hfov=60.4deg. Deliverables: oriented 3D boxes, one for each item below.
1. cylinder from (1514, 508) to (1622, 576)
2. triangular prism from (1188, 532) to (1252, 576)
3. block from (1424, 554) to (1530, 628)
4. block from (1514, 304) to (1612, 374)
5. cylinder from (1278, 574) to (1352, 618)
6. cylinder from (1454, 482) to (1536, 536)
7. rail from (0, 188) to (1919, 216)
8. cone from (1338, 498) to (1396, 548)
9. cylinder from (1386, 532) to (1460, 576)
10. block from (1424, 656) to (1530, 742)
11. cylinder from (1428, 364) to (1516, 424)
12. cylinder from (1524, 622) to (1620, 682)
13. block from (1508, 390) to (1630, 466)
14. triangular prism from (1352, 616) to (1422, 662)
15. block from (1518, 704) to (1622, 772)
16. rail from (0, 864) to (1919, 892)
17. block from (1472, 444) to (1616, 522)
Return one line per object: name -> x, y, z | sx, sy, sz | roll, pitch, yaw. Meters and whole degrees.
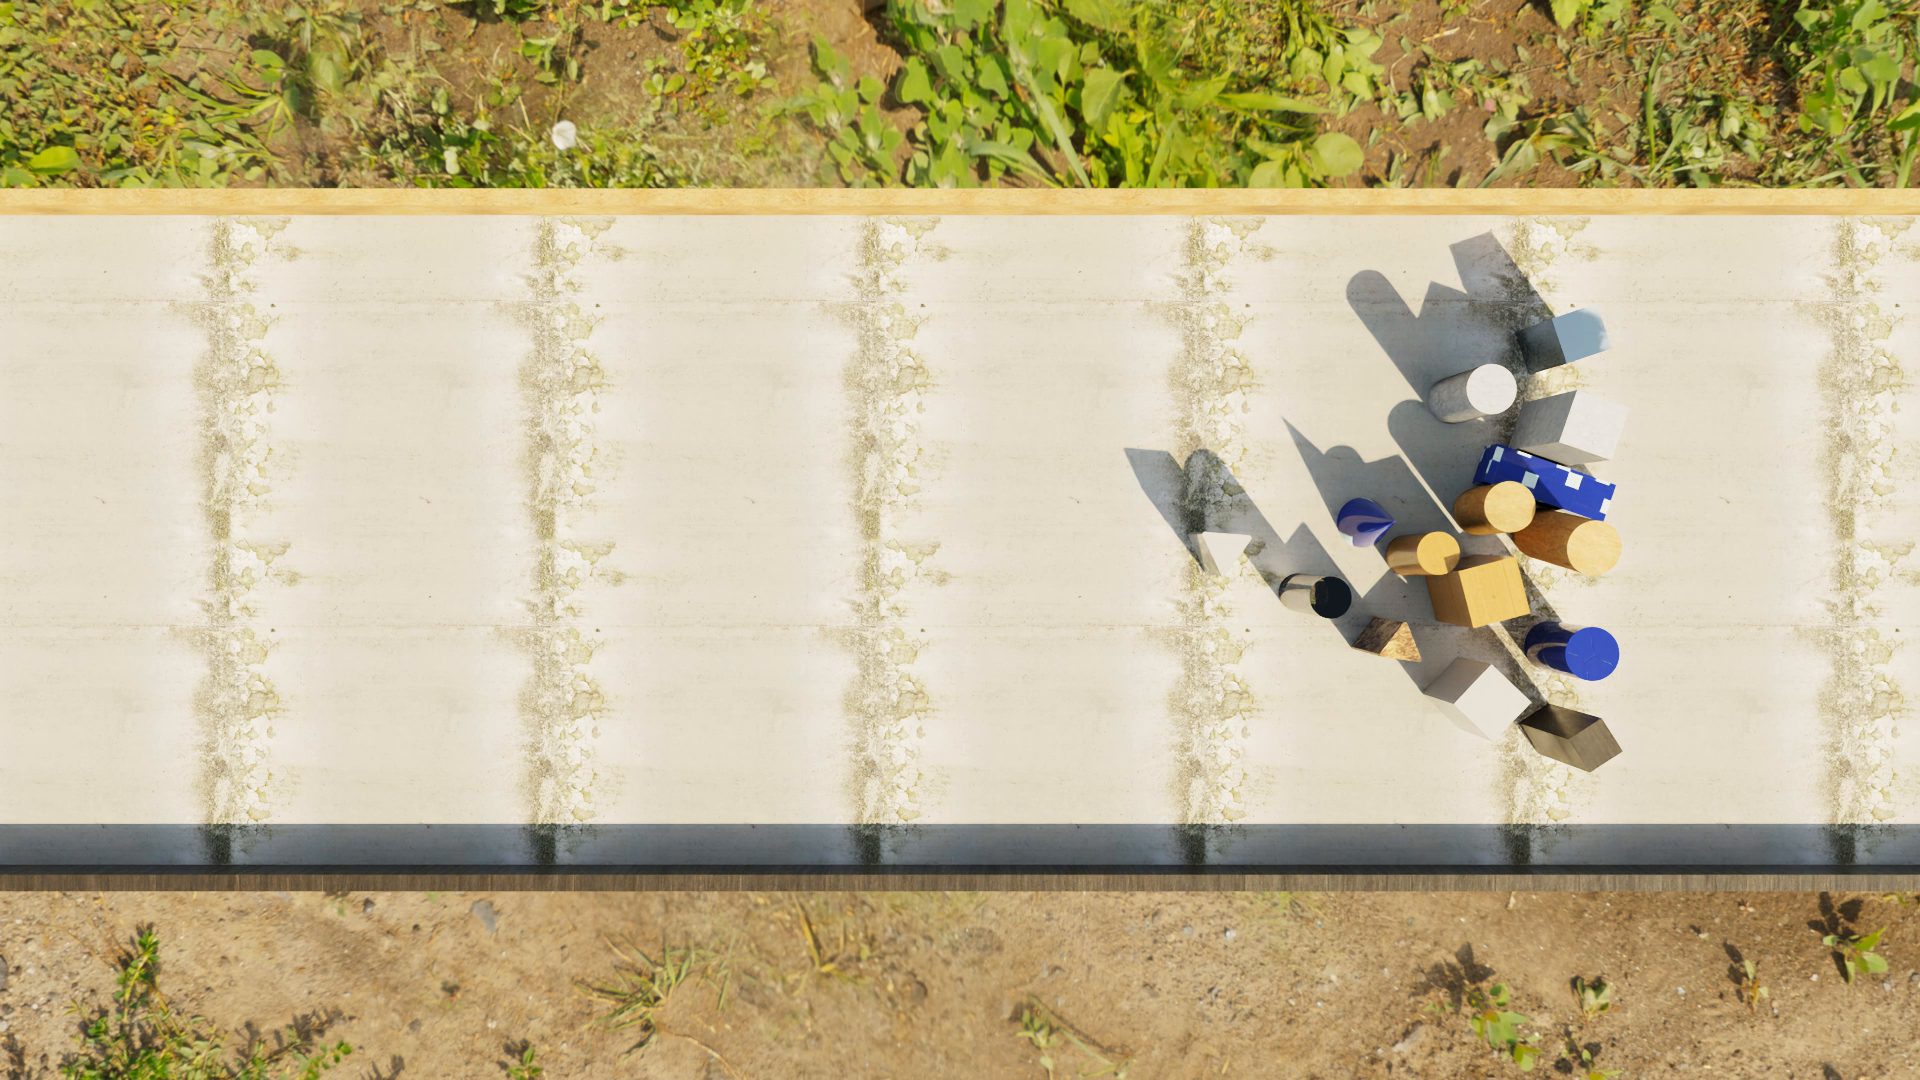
cylinder -> 1.787, 0.001, 4.866 | 0.157, 0.406, 0.157 | 0, 96, -2
triangular prism -> 0.752, 0.014, 4.923 | 0.122, 0.307, 0.141 | 35, 90, 0
block -> 1.527, 0.148, 4.894 | 0.168, 0.364, 0.168 | -15, 90, 0
block -> 1.795, -0.596, 4.918 | 0.137, 0.316, 0.137 | -19, 90, 0
cylinder -> 1.040, 0.162, 4.852 | 0.119, 0.450, 0.119 | 0, 90, 0
cylinder -> 1.591, -0.092, 4.919 | 0.148, 0.310, 0.148 | 0, 88, 1
rail -> -2.247, -1.025, 5.002 | 12.000, 0.150, 0.050 | 0, 90, 0
cone -> 1.238, -0.053, 4.879 | 0.155, 0.394, 0.155 | 0, 90, 0
cylinder -> 1.376, 0.043, 4.916 | 0.125, 0.317, 0.125 | 0, 88, -2
block -> 1.535, 0.470, 4.916 | 0.159, 0.321, 0.159 | 44, 90, 0
cylinder -> 1.510, -0.429, 4.881 | 0.143, 0.390, 0.143 | 0, 90, 0
cylinder -> 1.815, 0.327, 4.905 | 0.156, 0.343, 0.156 | 0, 90, 0
block -> 1.782, -0.323, 4.855 | 0.155, 0.443, 0.155 | 19, 90, 0
triangular prism -> 1.271, 0.288, 4.905 | 0.121, 0.343, 0.105 | 8, 90, 0
block -> 1.796, 0.580, 4.867 | 0.112, 0.419, 0.112 | -33, 90, 0
rail -> -2.247, 1.025, 5.001 | 12.000, 0.150, 0.050 | 0, 90, 0
block -> 1.774, -0.171, 5.016 | 0.377, 0.121, 0.121 | 19, 90, 0
